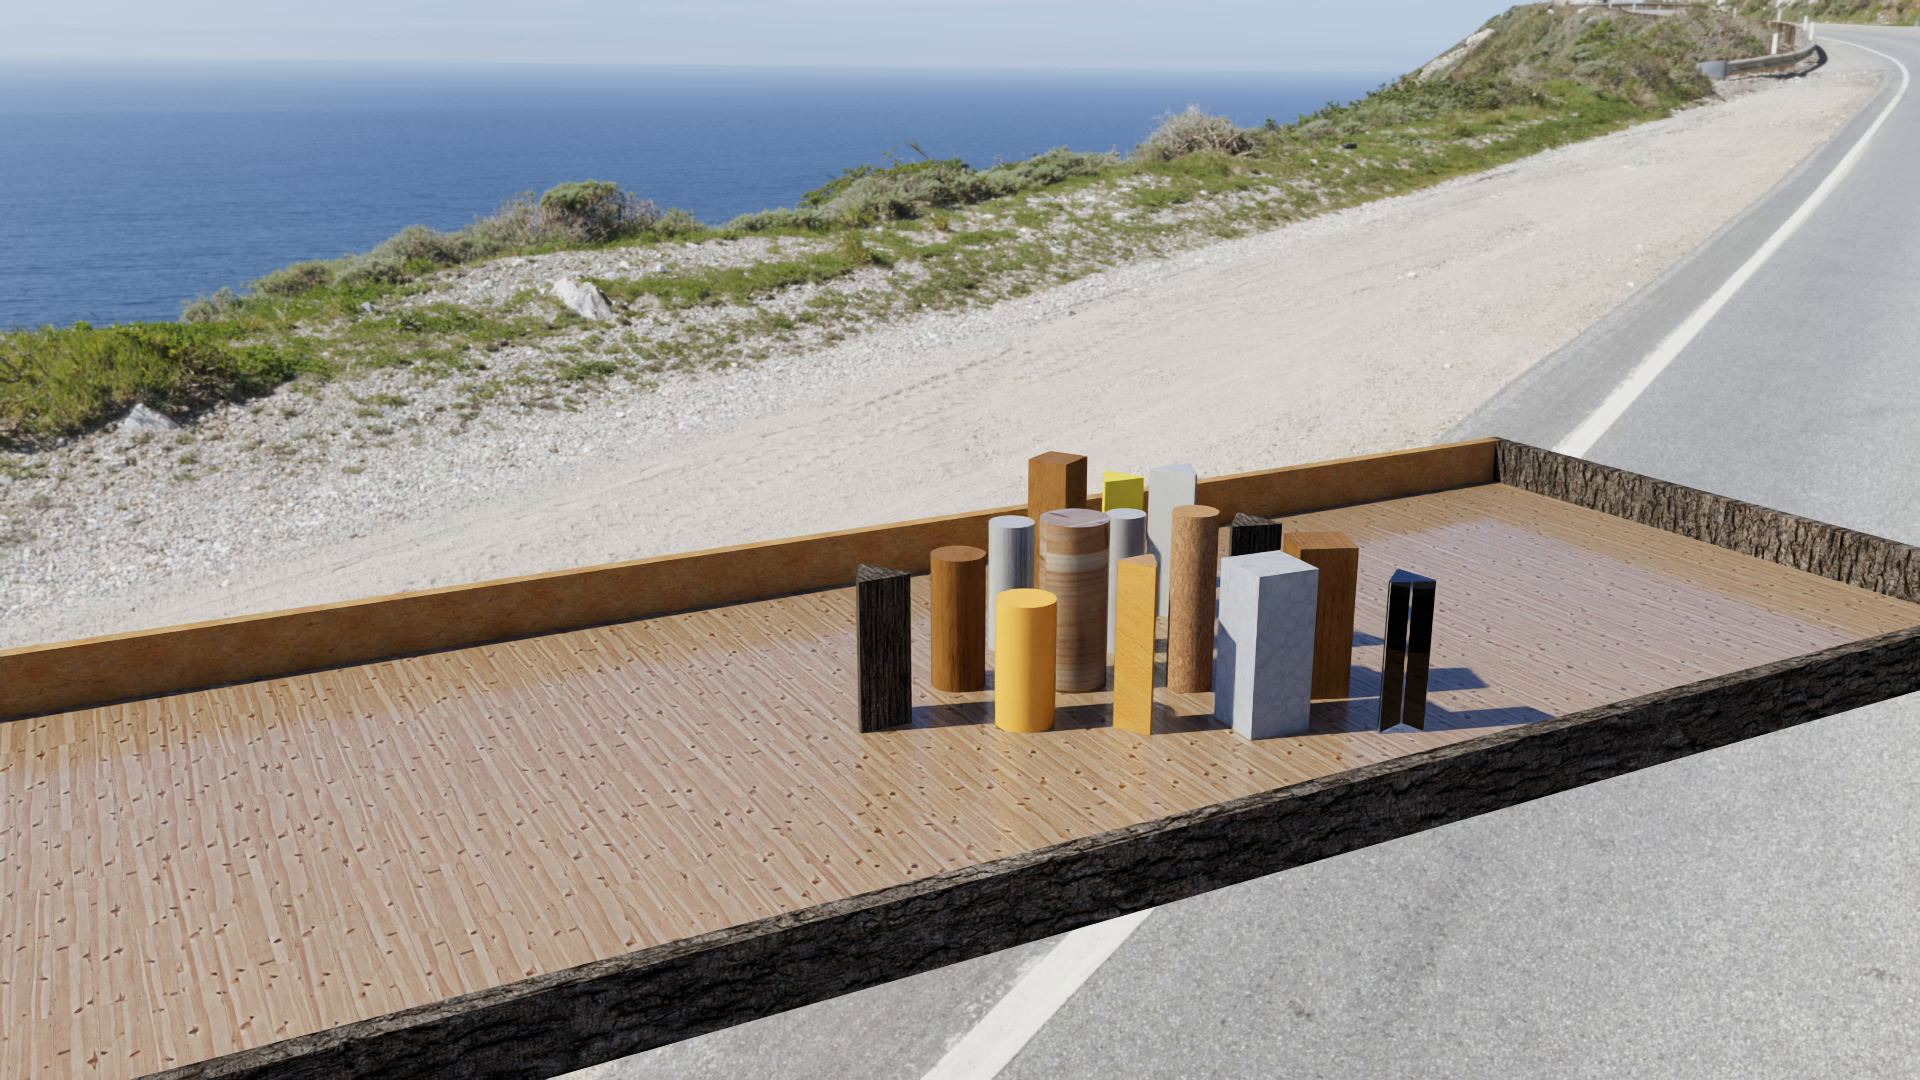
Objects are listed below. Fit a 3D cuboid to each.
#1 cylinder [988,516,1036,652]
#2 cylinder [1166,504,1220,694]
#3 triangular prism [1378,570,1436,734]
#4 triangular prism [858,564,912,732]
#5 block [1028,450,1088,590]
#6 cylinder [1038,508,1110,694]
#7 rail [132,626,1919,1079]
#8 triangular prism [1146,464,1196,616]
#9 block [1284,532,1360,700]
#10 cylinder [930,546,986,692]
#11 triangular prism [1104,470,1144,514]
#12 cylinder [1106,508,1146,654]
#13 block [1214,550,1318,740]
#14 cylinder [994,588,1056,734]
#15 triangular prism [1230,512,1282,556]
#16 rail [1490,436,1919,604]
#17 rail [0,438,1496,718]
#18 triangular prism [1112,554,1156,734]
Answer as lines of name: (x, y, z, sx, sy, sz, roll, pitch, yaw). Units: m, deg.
cylinder: (0.135, 0.117, 4.345, 0.121, 0.344, 0.121, 0, 16, 0)
cylinder: (0.571, 0.146, 4.059, 0.114, 0.450, 0.114, 0, 16, 0)
triangular prism: (1.020, 0.257, 3.825, 0.109, 0.369, 0.095, -2, 16, -5)
triangular prism: (-0.202, 0.248, 3.859, 0.138, 0.368, 0.120, -9, 19, -29)
block: (0.269, -0.010, 4.589, 0.119, 0.451, 0.119, 11, 19, 32)
cylinder: (0.281, 0.150, 4.088, 0.173, 0.426, 0.173, 0, 16, 0)
rail: (-2.336, 1.006, 1.665, 12.000, 0.150, 0.050, -9, 18, -27)
triangular prism: (0.610, 0.000, 4.615, 0.138, 0.418, 0.119, 9, 19, 27)
block: (0.873, 0.185, 4.043, 0.142, 0.385, 0.142, -1, 16, -5)
cylinder: (-0.005, 0.195, 4.090, 0.136, 0.338, 0.136, 0, 16, 0)
triangular prism: (0.448, -0.025, 4.835, 0.133, 0.341, 0.115, -7, 18, -23)
cylinder: (0.430, 0.110, 4.323, 0.104, 0.371, 0.104, 0, 16, 0)
block: (0.709, 0.242, 3.831, 0.158, 0.394, 0.158, -7, 18, -22)
cylinder: (0.153, 0.281, 3.853, 0.142, 0.307, 0.142, 0, 16, 0)
triangular prism: (0.749, 0.114, 4.344, 0.141, 0.352, 0.122, -4, 17, -12)
rail: (2.466, -0.048, 5.253, 0.050, 0.150, 2.100, -9, 18, -27)
rail: (-3.305, 0.497, 3.399, 12.000, 0.150, 0.050, -9, 18, -27)
triangular prism: (0.422, 0.238, 3.819, 0.098, 0.409, 0.085, 10, 19, 29)
